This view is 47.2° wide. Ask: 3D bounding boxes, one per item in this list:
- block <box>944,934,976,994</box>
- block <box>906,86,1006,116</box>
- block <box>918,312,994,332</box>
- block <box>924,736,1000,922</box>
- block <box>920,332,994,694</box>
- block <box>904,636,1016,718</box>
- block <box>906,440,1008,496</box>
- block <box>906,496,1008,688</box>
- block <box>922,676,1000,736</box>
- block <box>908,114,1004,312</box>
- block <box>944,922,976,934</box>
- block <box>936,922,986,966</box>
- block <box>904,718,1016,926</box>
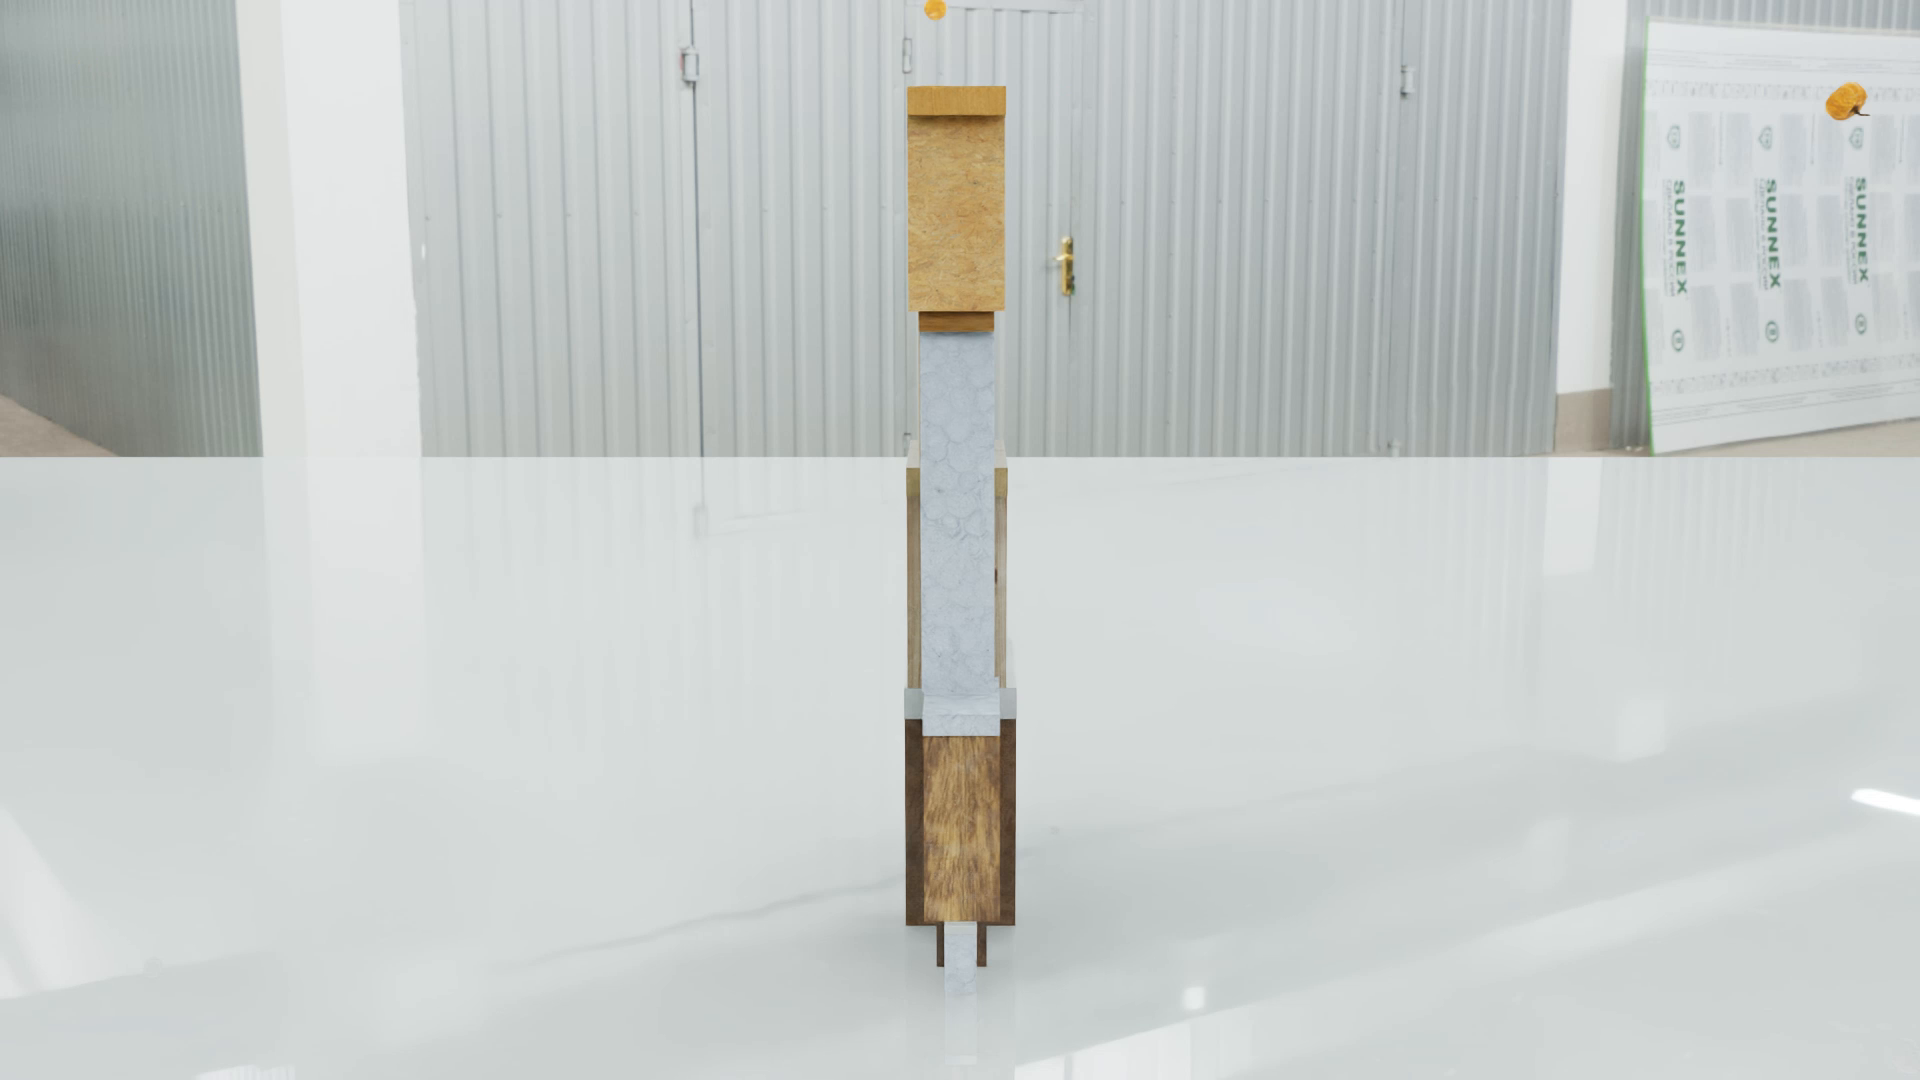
[{"bbox_3d":[0.001,0.621,3.242,0.047,0.095,0.013,0,11,0],"label":"block"},{"bbox_3d":[-0.004,-0.636,3.189,0.137,0.039,0.274,0,11,1],"label":"block"},{"bbox_3d":[-0.004,-0.335,3.263,0.108,0.031,0.217,0,11,1],"label":"block"},{"bbox_3d":[0.003,0.416,3.224,0.111,0.288,0.031,0,10,1],"label":"block"},{"bbox_3d":[-0.003,-0.040,3.244,0.108,0.541,0.031,0,10,1],"label":"block"},{"bbox_3d":[0.001,0.222,3.592,0.175,0.050,0.351,0,11,0],"label":"block"},{"bbox_3d":[-0.005,-0.116,3.475,0.153,0.043,0.307,0,11,0],"label":"block"},{"bbox_3d":[-0.005,0.075,3.406,0.153,0.307,0.043,0,11,0],"label":"block"},{"bbox_3d":[0.003,0.246,3.268,0.111,0.031,0.222,0,10,1],"label":"block"},{"bbox_3d":[-0.005,-0.465,3.127,0.137,0.275,0.039,0,11,1],"label":"block"},{"bbox_3d":[0.001,0.562,3.264,0.047,0.013,0.094,0,11,0],"label":"block"},{"bbox_3d":[0.003,0.573,3.344,0.076,0.152,0.022,0,11,0],"label":"block"},{"bbox_3d":[0.001,0.440,3.513,0.175,0.351,0.050,0,11,0],"label":"block"}]
